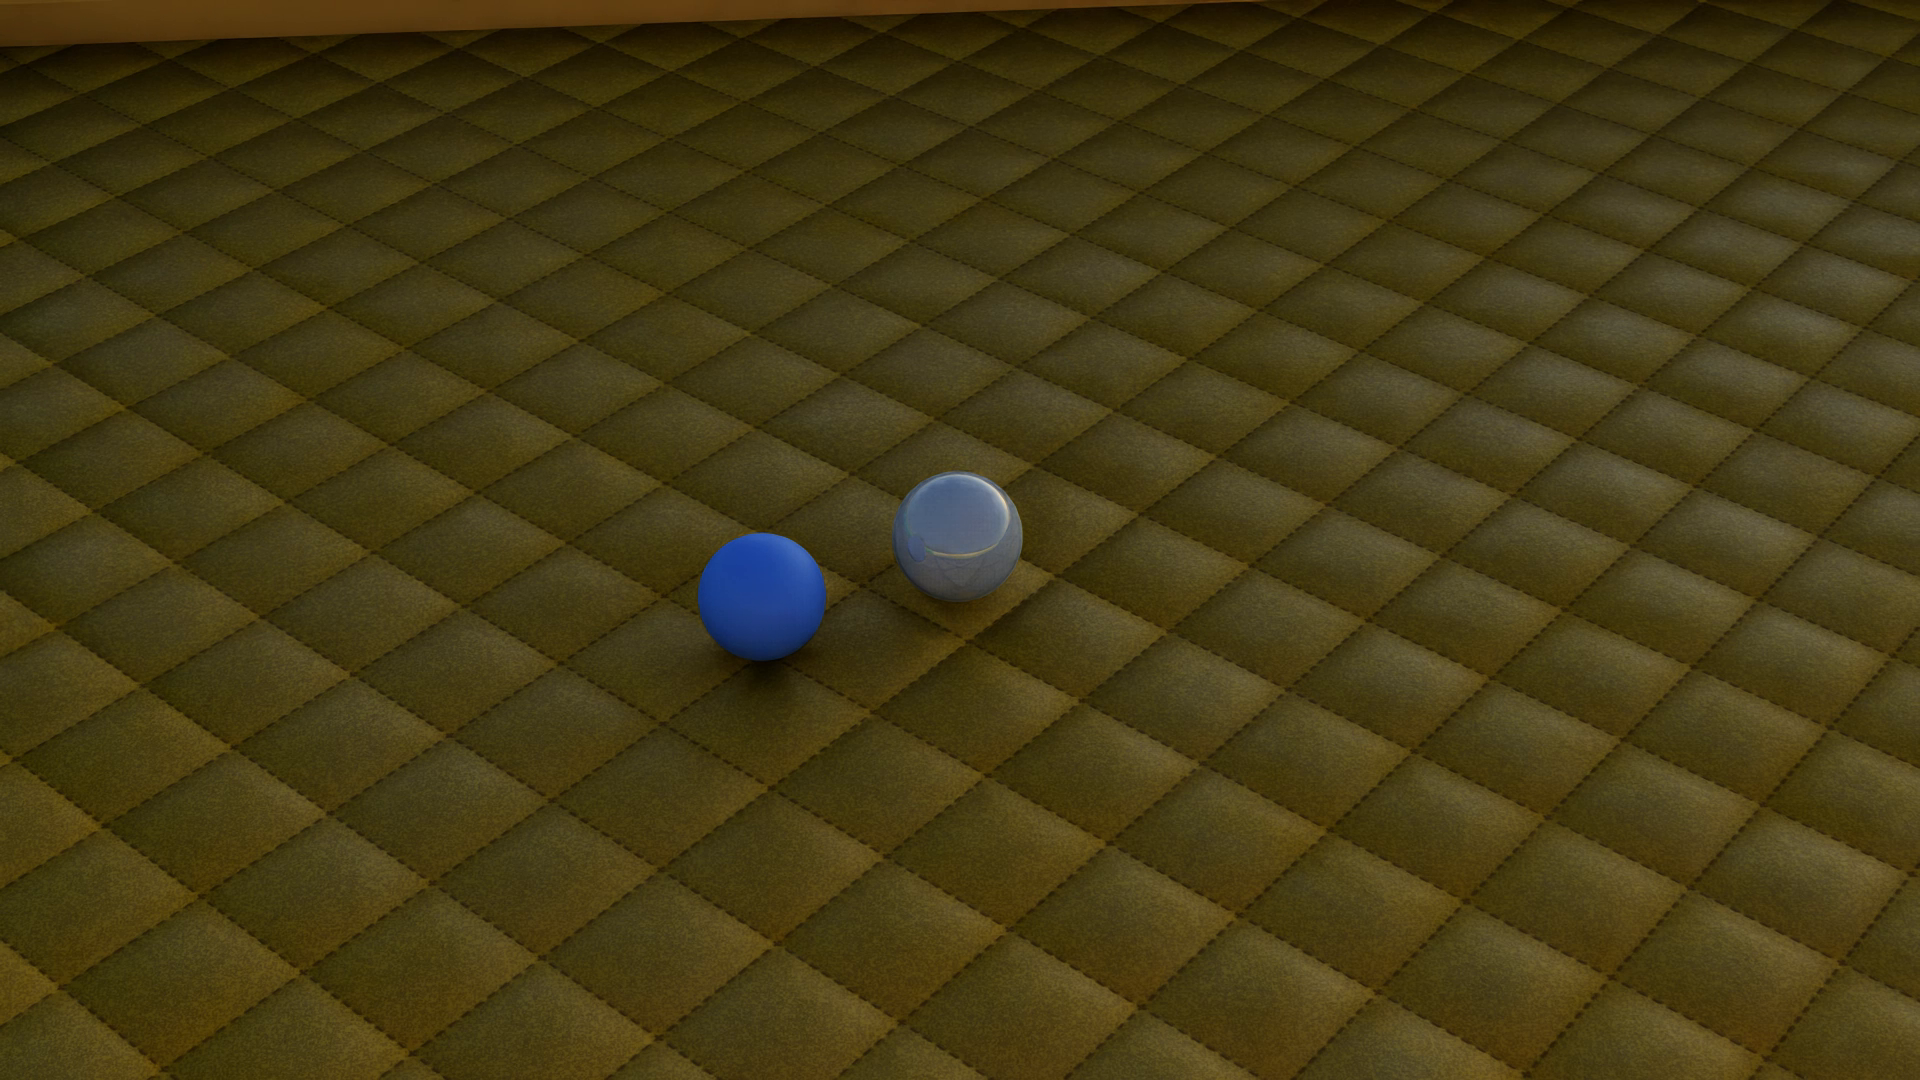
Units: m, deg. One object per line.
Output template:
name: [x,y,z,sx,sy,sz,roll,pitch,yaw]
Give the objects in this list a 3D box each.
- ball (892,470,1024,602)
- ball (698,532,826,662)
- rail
ball: [-0.002,-0.002,1.602,0.082,0.082,0.082,0,36,0]
ball: [-0.120,0.035,1.555,0.078,0.078,0.078,0,36,0]
rail: [0.780,-0.556,2.323,3.418,0.124,0.045,-3,36,-4]
